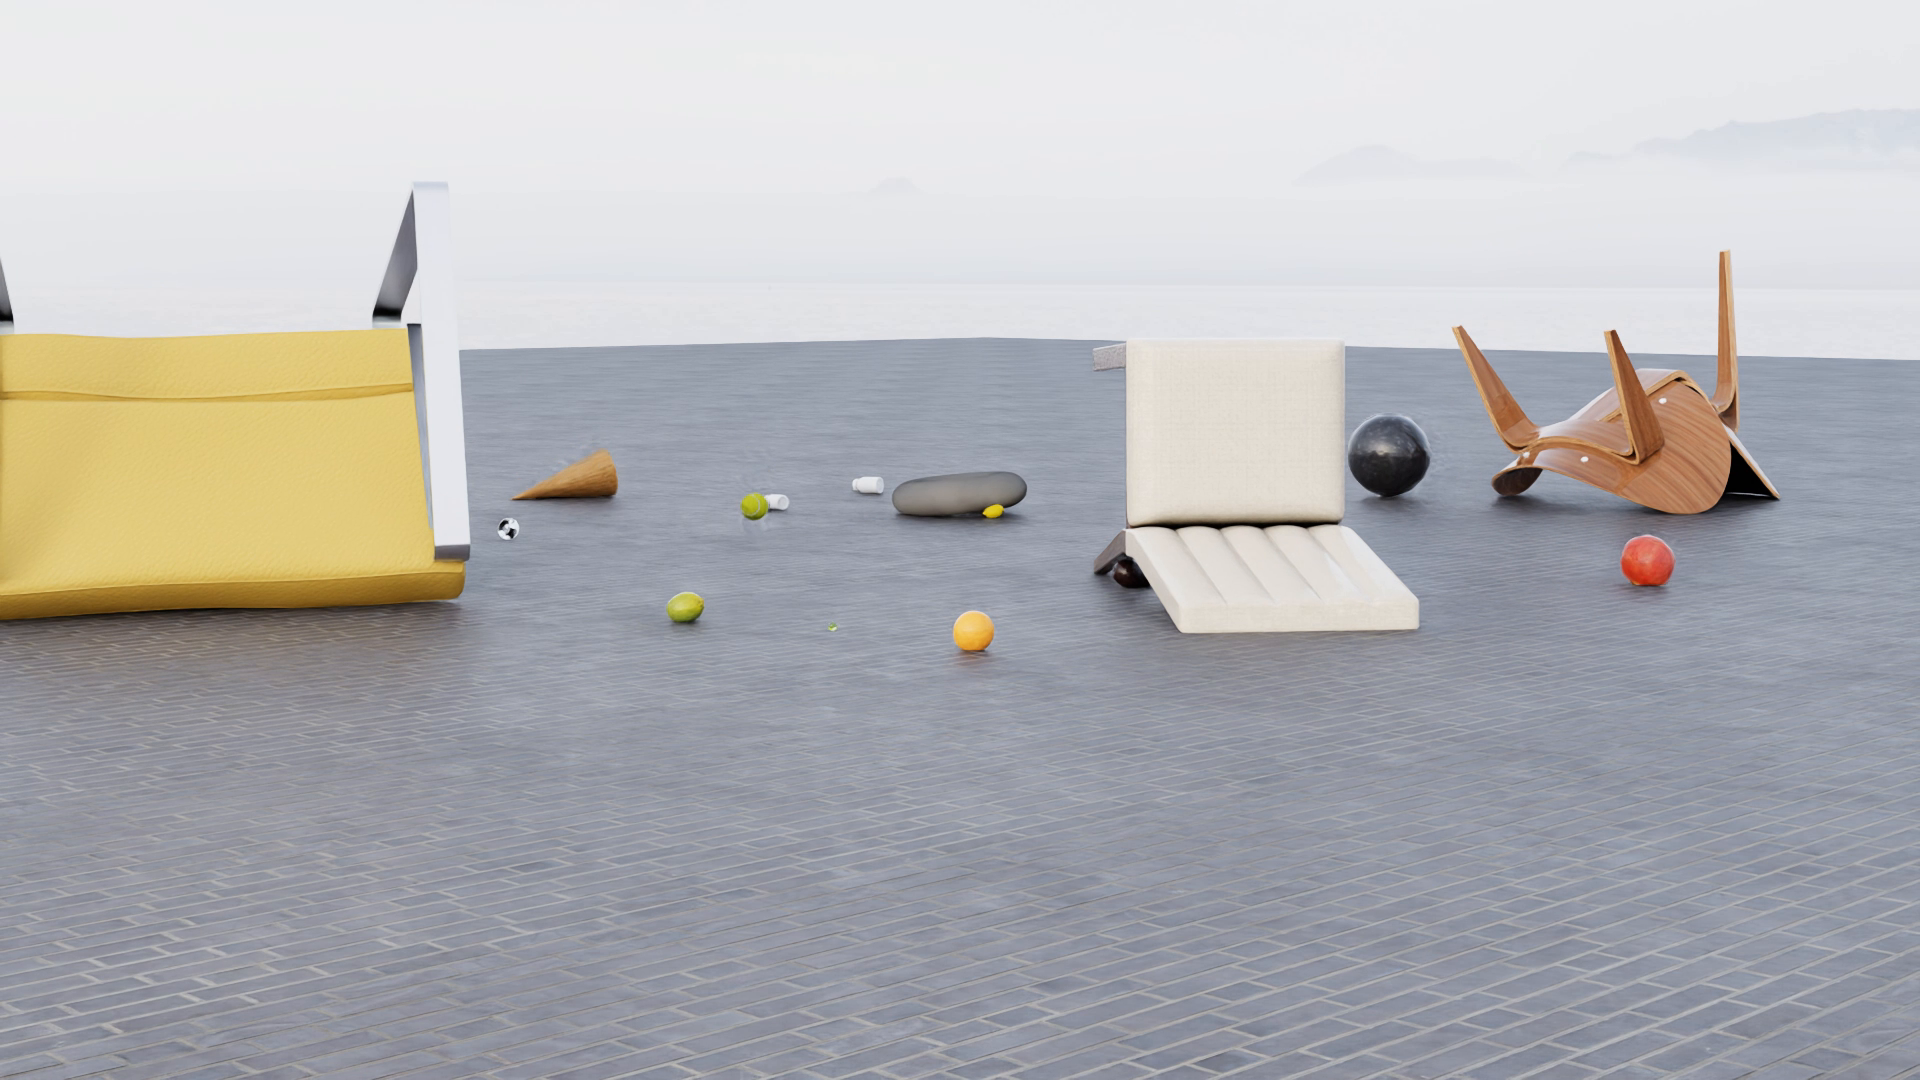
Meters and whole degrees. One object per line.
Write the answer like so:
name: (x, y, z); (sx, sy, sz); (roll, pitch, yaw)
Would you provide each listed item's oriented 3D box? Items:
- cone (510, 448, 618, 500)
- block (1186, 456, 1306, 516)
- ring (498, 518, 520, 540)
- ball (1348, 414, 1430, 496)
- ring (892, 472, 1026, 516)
cone: (-1.192, -0.161, 7.615); (0.308, 0.142, 0.214); (-17, -7, -21)
block: (0.808, -0.156, 7.240); (0.195, 0.141, 0.298); (5, 8, 42)
ring: (-1.132, -0.028, 6.432); (0.049, 0.055, 0.039); (19, -1, 21)
ball: (1.283, -0.255, 7.676); (0.248, 0.248, 0.248); (0, 6, 0)
ring: (-0.002, -0.129, 7.121); (0.381, 0.097, 0.343); (-4, 5, 16)
